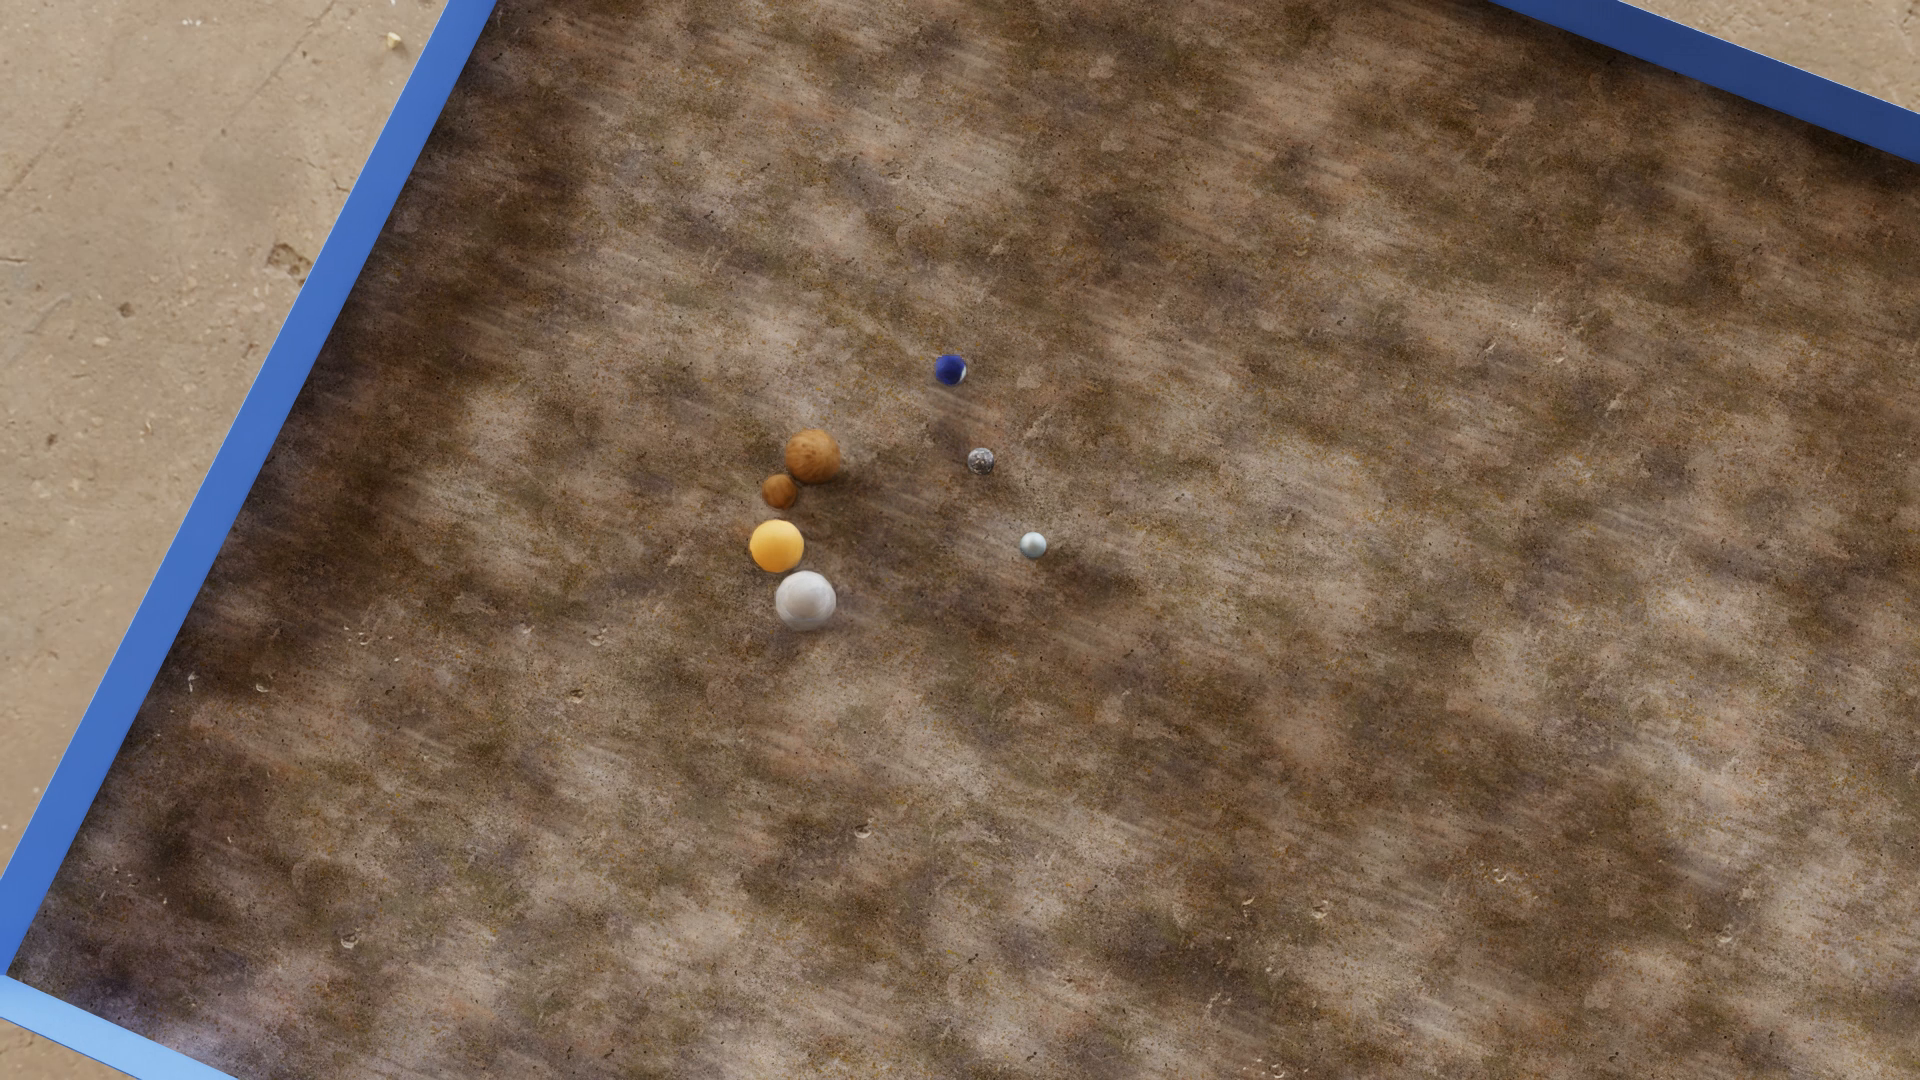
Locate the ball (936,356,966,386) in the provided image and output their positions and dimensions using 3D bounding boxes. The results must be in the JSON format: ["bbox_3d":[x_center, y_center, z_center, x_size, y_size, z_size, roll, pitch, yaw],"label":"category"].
[{"bbox_3d":[-0.014,-0.260,3.383,0.047,0.047,0.047,0,77,0],"label":"ball"}]

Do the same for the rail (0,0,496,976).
[{"bbox_3d":[-0.954,-0.398,3.377,0.045,0.117,2.342,22,78,5],"label":"rail"}]

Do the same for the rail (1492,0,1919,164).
[{"bbox_3d":[1.420,-0.639,3.431,4.233,0.117,0.045,22,78,5],"label":"rail"}]

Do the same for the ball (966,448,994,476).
[{"bbox_3d":[0.032,-0.120,3.354,0.043,0.043,0.043,0,77,0],"label":"ball"}]

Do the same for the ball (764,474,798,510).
[{"bbox_3d":[-0.272,-0.073,3.338,0.053,0.053,0.053,0,77,0],"label":"ball"}]

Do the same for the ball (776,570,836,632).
[{"bbox_3d":[-0.231,0.091,3.283,0.090,0.090,0.090,0,77,0],"label":"ball"}]

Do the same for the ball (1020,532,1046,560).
[{"bbox_3d":[0.110,0.008,3.326,0.041,0.041,0.041,0,77,0],"label":"ball"}]

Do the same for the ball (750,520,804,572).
[{"bbox_3d":[-0.275,0.009,3.306,0.080,0.080,0.080,0,77,0],"label":"ball"}]

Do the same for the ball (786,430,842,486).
[{"bbox_3d":[-0.222,-0.125,3.334,0.084,0.084,0.084,0,77,0],"label":"ball"}]

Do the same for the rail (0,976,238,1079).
[{"bbox_3d":[0.531,1.426,2.970,4.233,0.117,0.045,22,78,5],"label":"rail"}]
